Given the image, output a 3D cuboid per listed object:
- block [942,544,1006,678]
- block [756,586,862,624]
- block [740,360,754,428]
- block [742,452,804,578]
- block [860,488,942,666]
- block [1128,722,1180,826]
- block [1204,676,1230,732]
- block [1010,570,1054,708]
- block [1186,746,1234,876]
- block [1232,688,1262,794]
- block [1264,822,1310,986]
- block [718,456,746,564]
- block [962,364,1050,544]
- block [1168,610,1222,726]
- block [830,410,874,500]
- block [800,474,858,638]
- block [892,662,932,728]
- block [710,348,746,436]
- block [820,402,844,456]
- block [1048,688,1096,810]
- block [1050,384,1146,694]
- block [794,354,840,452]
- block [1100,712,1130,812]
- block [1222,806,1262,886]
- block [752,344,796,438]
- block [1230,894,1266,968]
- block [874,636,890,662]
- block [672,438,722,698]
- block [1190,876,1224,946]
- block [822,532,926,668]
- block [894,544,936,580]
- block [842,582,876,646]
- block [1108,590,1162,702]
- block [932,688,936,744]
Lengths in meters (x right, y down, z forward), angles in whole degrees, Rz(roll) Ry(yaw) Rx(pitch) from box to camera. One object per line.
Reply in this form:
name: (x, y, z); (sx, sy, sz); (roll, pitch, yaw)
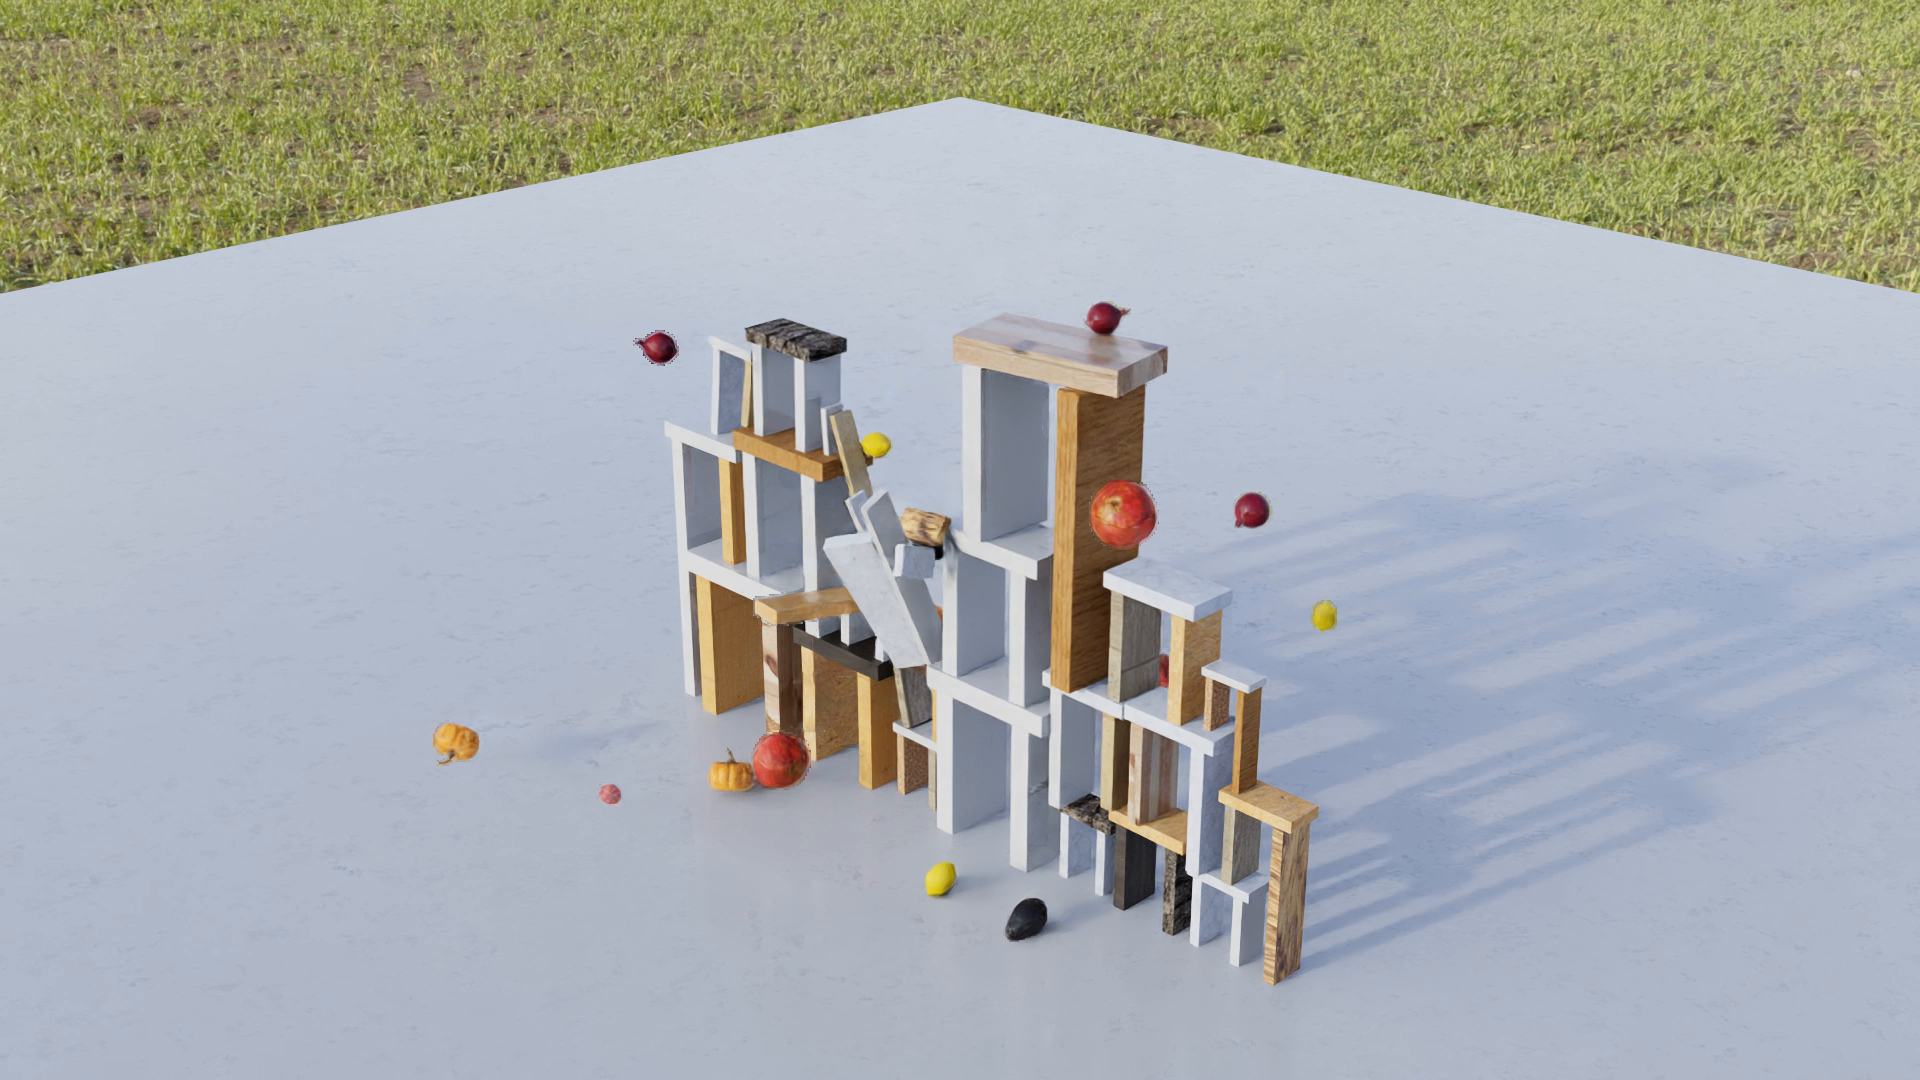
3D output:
block: (0.028, 0.118, 4.242); (0.038, 0.269, 0.135); (21, 31, 40)
block: (-0.289, 0.128, 4.310); (0.199, 0.028, 0.099); (-8, 15, -27)
block: (-0.412, -0.313, 4.545); (0.076, 0.151, 0.021); (-21, 40, -40)
block: (-0.386, -0.070, 4.621); (0.039, 0.275, 0.138); (21, 31, 41)
block: (-0.095, 0.088, 4.191); (0.017, 0.458, 0.059); (23, 57, 40)
block: (0.353, 0.410, 4.008); (0.102, 0.204, 0.029); (-20, 30, -39)
block: (0.451, 0.279, 3.851); (0.015, 0.103, 0.051); (21, 31, 40)
block: (0.154, 0.167, 4.127); (0.135, 0.269, 0.038); (-21, 30, -40)
block: (0.452, 0.469, 3.928); (0.102, 0.250, 0.029); (-21, 31, -41)
block: (0.499, 0.344, 3.825); (0.015, 0.201, 0.051); (21, 31, 41)
block: (0.575, 0.631, 3.869); (0.022, 0.317, 0.079); (21, 31, 41)
block: (-0.452, -0.077, 4.685); (0.034, 0.238, 0.119); (21, 31, 41)
block: (0.085, -0.182, 4.066); (0.172, 0.344, 0.049); (-19, 29, -38)
block: (0.413, 0.214, 3.870); (0.029, 0.208, 0.104); (21, 31, 40)
block: (-0.201, -0.110, 4.410); (0.048, 0.303, 0.014); (-22, 12, -41)
block: (-0.257, 0.016, 4.516); (0.138, 0.351, 0.039); (-21, 31, -41)
block: (-0.095, 0.303, 4.464); (0.070, 0.140, 0.020); (-21, 19, -40)
block: (-0.485, -0.321, 4.621); (0.076, 0.194, 0.021); (-21, 37, -41)
block: (-0.253, -0.222, 4.402); (0.048, 0.096, 0.014); (-21, 27, -40)
block: (0.213, 0.379, 4.151); (0.099, 0.244, 0.028); (-21, 30, -41)
block: (0.247, -0.012, 3.959); (0.172, 0.571, 0.049); (-19, 30, -39)
block: (-0.285, -0.282, 4.417); (0.098, 0.195, 0.028); (-21, 32, -41)
block: (0.305, 0.393, 4.057); (0.099, 0.197, 0.028); (-21, 30, -41)
block: (0.501, 0.528, 3.906); (0.079, 0.157, 0.022); (-21, 31, -41)
block: (-0.376, -0.317, 4.501); (0.098, 0.195, 0.028); (-21, 32, -40)
block: (0.518, 0.691, 3.953); (0.020, 0.139, 0.070); (21, 31, 41)
block: (-0.130, 0.159, 4.419); (0.023, 0.161, 0.081); (25, 33, 31)
block: (-0.564, 0.051, 4.861); (0.034, 0.610, 0.119); (21, 31, 41)
block: (0.452, 0.666, 4.013); (0.020, 0.140, 0.070); (21, 31, 41)
block: (-0.145, 0.119, 4.257); (0.099, 0.361, 0.028); (-9, 44, 21)
block: (-0.084, 0.040, 4.089); (0.017, 0.059, 0.119); (5, 0, 29)
block: (-0.202, 0.129, 4.492); (0.081, 0.161, 0.023); (-19, 33, -38)
block: (0.316, 0.177, 3.968); (0.104, 0.216, 0.029); (-19, 30, -39)
block: (-0.023, 0.333, 4.394); (0.020, 0.140, 0.070); (21, 31, 40)
